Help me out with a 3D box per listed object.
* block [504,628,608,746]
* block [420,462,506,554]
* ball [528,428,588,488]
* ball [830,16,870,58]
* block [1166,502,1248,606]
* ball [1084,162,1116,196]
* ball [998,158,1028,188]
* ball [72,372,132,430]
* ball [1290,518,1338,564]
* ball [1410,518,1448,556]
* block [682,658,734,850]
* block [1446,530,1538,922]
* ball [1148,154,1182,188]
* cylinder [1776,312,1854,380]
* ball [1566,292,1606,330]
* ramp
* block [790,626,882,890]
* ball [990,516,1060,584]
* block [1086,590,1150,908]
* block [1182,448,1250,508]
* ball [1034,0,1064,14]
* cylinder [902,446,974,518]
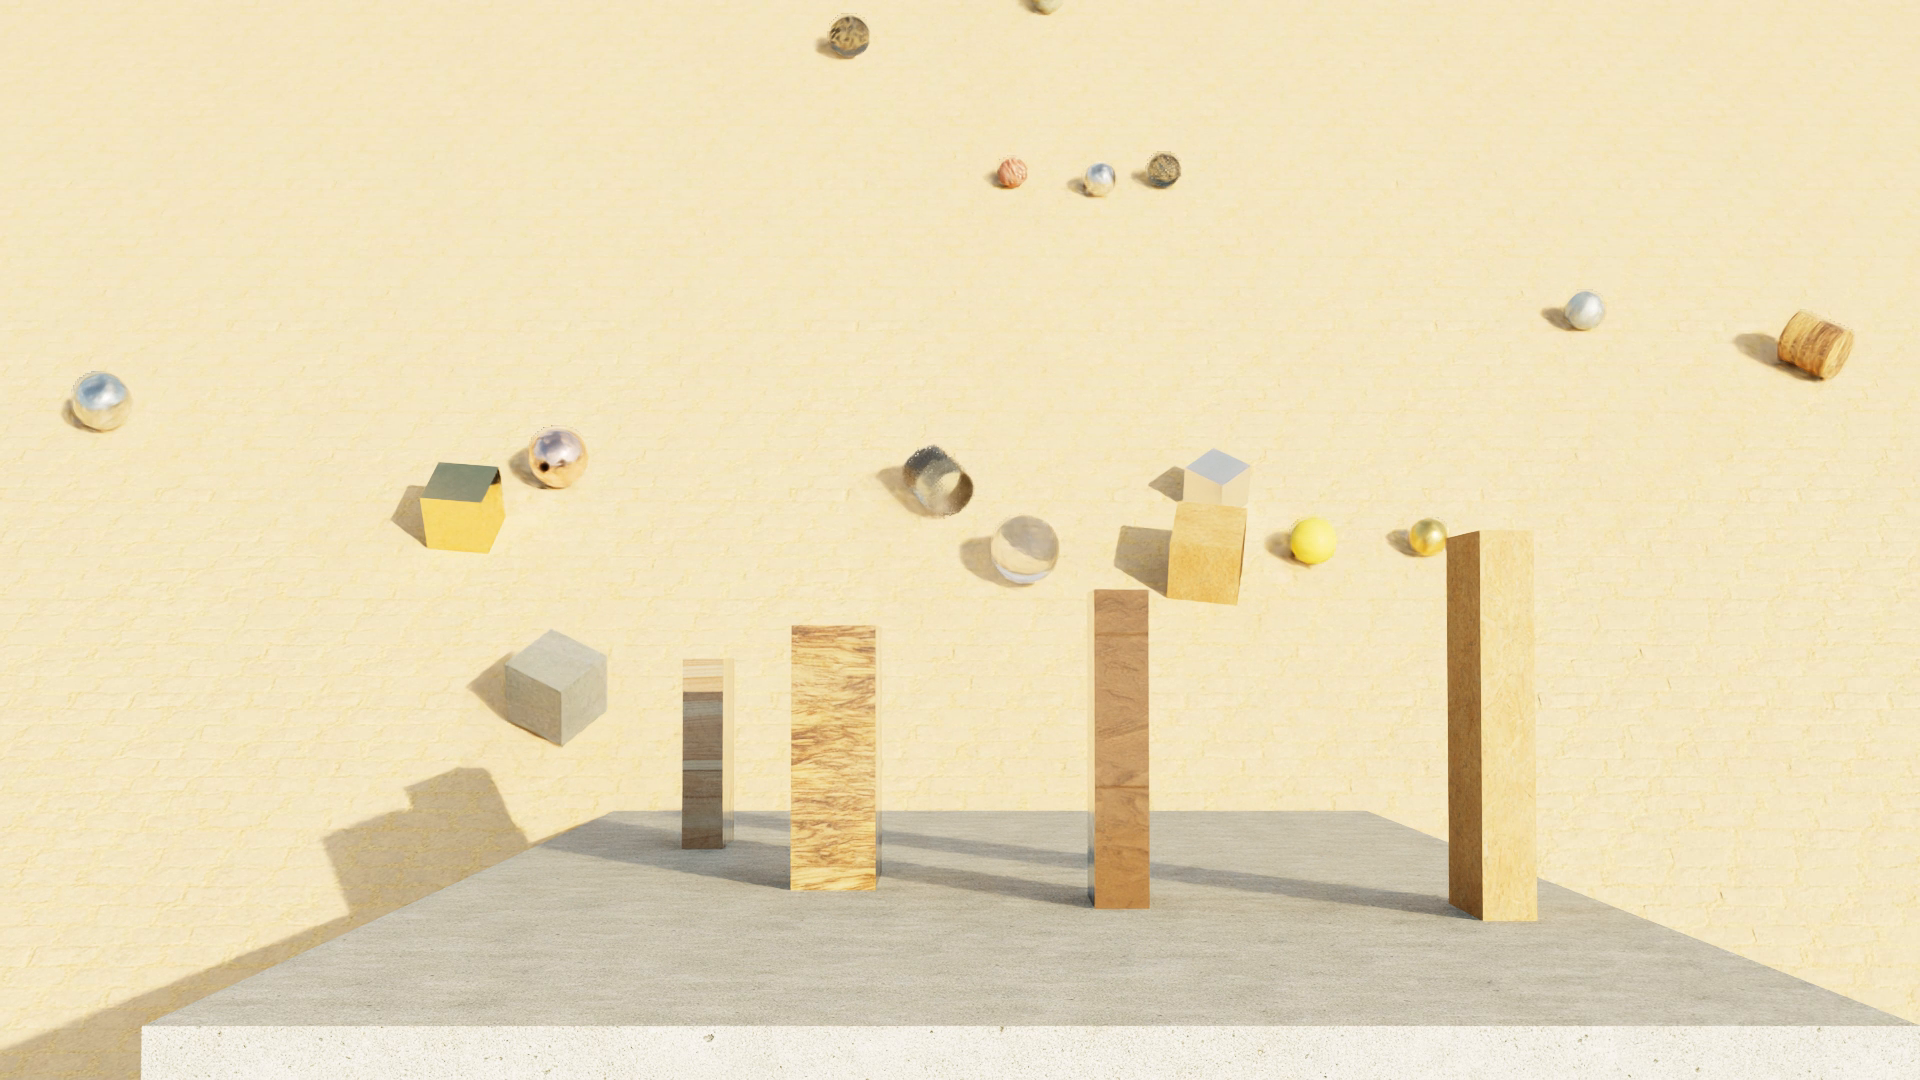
[{"bbox_3d":[-1.128,0.412,7.276,0.199,0.199,0.199,23,40,24],"label":"block"},{"bbox_3d":[-1.523,-0.099,7.981,0.192,0.192,0.192,5,37,6],"label":"block"},{"bbox_3d":[-1.265,-0.260,8.200,0.187,0.187,0.187,0,37,0],"label":"ball"},{"bbox_3d":[-0.450,-2.055,10.615,0.168,0.168,0.168,0,37,0],"label":"ball"},{"bbox_3d":[0.740,0.039,7.781,0.210,0.210,0.210,6,37,8],"label":"block"},{"bbox_3d":[0.523,-1.347,9.705,0.124,0.124,0.124,0,37,0],"label":"ball"},{"bbox_3d":[0.198,-1.377,9.757,0.111,0.111,0.111,0,37,0],"label":"ball"},{"bbox_3d":[-2.786,-0.450,8.455,0.186,0.186,0.186,0,37,0],"label":"ball"},{"bbox_3d":[1.072,0.003,7.887,0.141,0.141,0.141,0,37,0],"label":"ball"},{"bbox_3d":[1.427,-0.009,7.922,0.117,0.117,0.117,0,37,0],"label":"ball"},{"bbox_3d":[-0.551,0.464,5.708,0.087,0.406,0.282,0,-2,0],"label":"block"},{"bbox_3d":[0.860,0.296,4.222,0.085,0.612,0.284,0,-2,0],"label":"block"},{"bbox_3d":[0.767,-1.386,9.755,0.126,0.126,0.126,0,37,0],"label":"ball"},{"bbox_3d":[2.868,-0.653,8.726,0.177,0.177,0.177,-30,47,-34],"label":"cylinder"},{"bbox_3d":[2.152,-0.788,8.951,0.133,0.133,0.133,0,37,0],"label":"ball"},{"bbox_3d":[0.081,0.683,4.918,2.000,0.100,4.000,0,-2,0],"label":"ramp"},{"bbox_3d":[-0.224,0.393,4.798,0.150,0.468,0.390,0,-2,0],"label":"block"},{"bbox_3d":[0.196,0.029,7.797,0.207,0.207,0.207,0,37,0],"label":"ball"},{"bbox_3d":[0.266,0.348,4.393,0.090,0.523,0.245,0,-2,0],"label":"block"},{"bbox_3d":[0.800,-0.169,8.113,0.146,0.146,0.146,28,45,32],"label":"block"},{"bbox_3d":[0.373,-2.285,10.953,0.131,0.131,0.131,0,37,0],"label":"ball"},{"bbox_3d":[-0.069,-0.182,8.116,0.164,0.164,0.164,-18,41,-23],"label":"cylinder"}]
